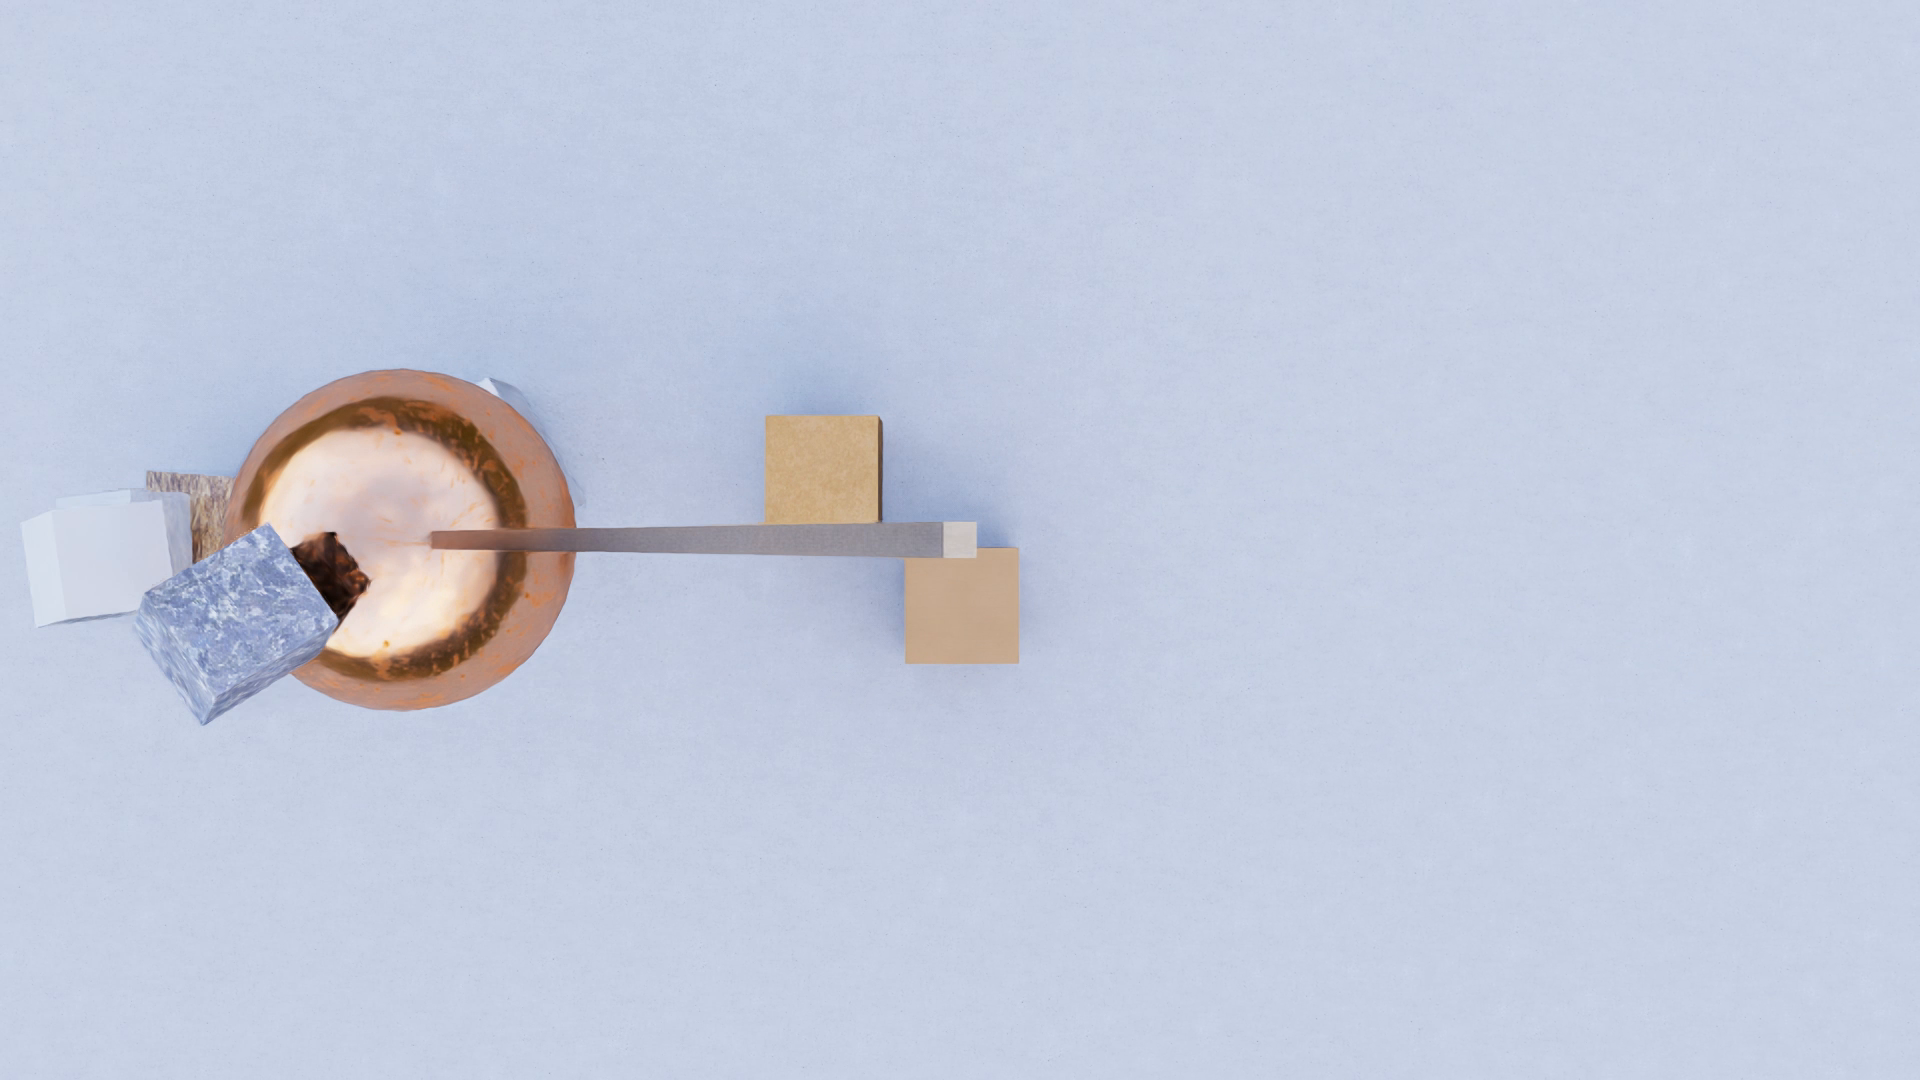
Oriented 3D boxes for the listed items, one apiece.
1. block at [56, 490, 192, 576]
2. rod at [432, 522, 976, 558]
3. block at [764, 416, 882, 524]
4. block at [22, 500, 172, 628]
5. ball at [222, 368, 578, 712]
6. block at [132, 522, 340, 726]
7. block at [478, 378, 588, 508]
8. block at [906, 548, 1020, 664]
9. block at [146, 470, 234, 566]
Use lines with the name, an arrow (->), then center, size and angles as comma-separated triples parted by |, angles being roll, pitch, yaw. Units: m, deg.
block -> -4.627, 0.029, 12.194 | 0.534, 0.444, 0.547 | -5, 86, 23
rod -> -1.124, 0.000, 7.183 | 0.080, 5.200, 0.080 | 0, 90, -26
block -> -0.774, -0.332, 12.650 | 0.633, 0.701, 0.732 | 0, 90, 0
block -> -4.022, 0.112, 10.270 | 0.500, 0.486, 0.496 | -8, 89, -38
ball -> -2.593, 0.000, 10.249 | 1.600, 1.600, 1.600 | 0, 90, 0
block -> -3.034, 0.357, 9.206 | 0.581, 0.517, 0.509 | -35, 89, -32
block -> -2.723, -0.373, 12.604 | 0.739, 0.792, 0.793 | -32, 90, 0
block -> 0.012, 0.371, 12.696 | 0.642, 0.608, 0.656 | 0, 90, 0
block -> -4.205, -0.041, 12.619 | 0.707, 0.576, 0.640 | 4, 90, 18
